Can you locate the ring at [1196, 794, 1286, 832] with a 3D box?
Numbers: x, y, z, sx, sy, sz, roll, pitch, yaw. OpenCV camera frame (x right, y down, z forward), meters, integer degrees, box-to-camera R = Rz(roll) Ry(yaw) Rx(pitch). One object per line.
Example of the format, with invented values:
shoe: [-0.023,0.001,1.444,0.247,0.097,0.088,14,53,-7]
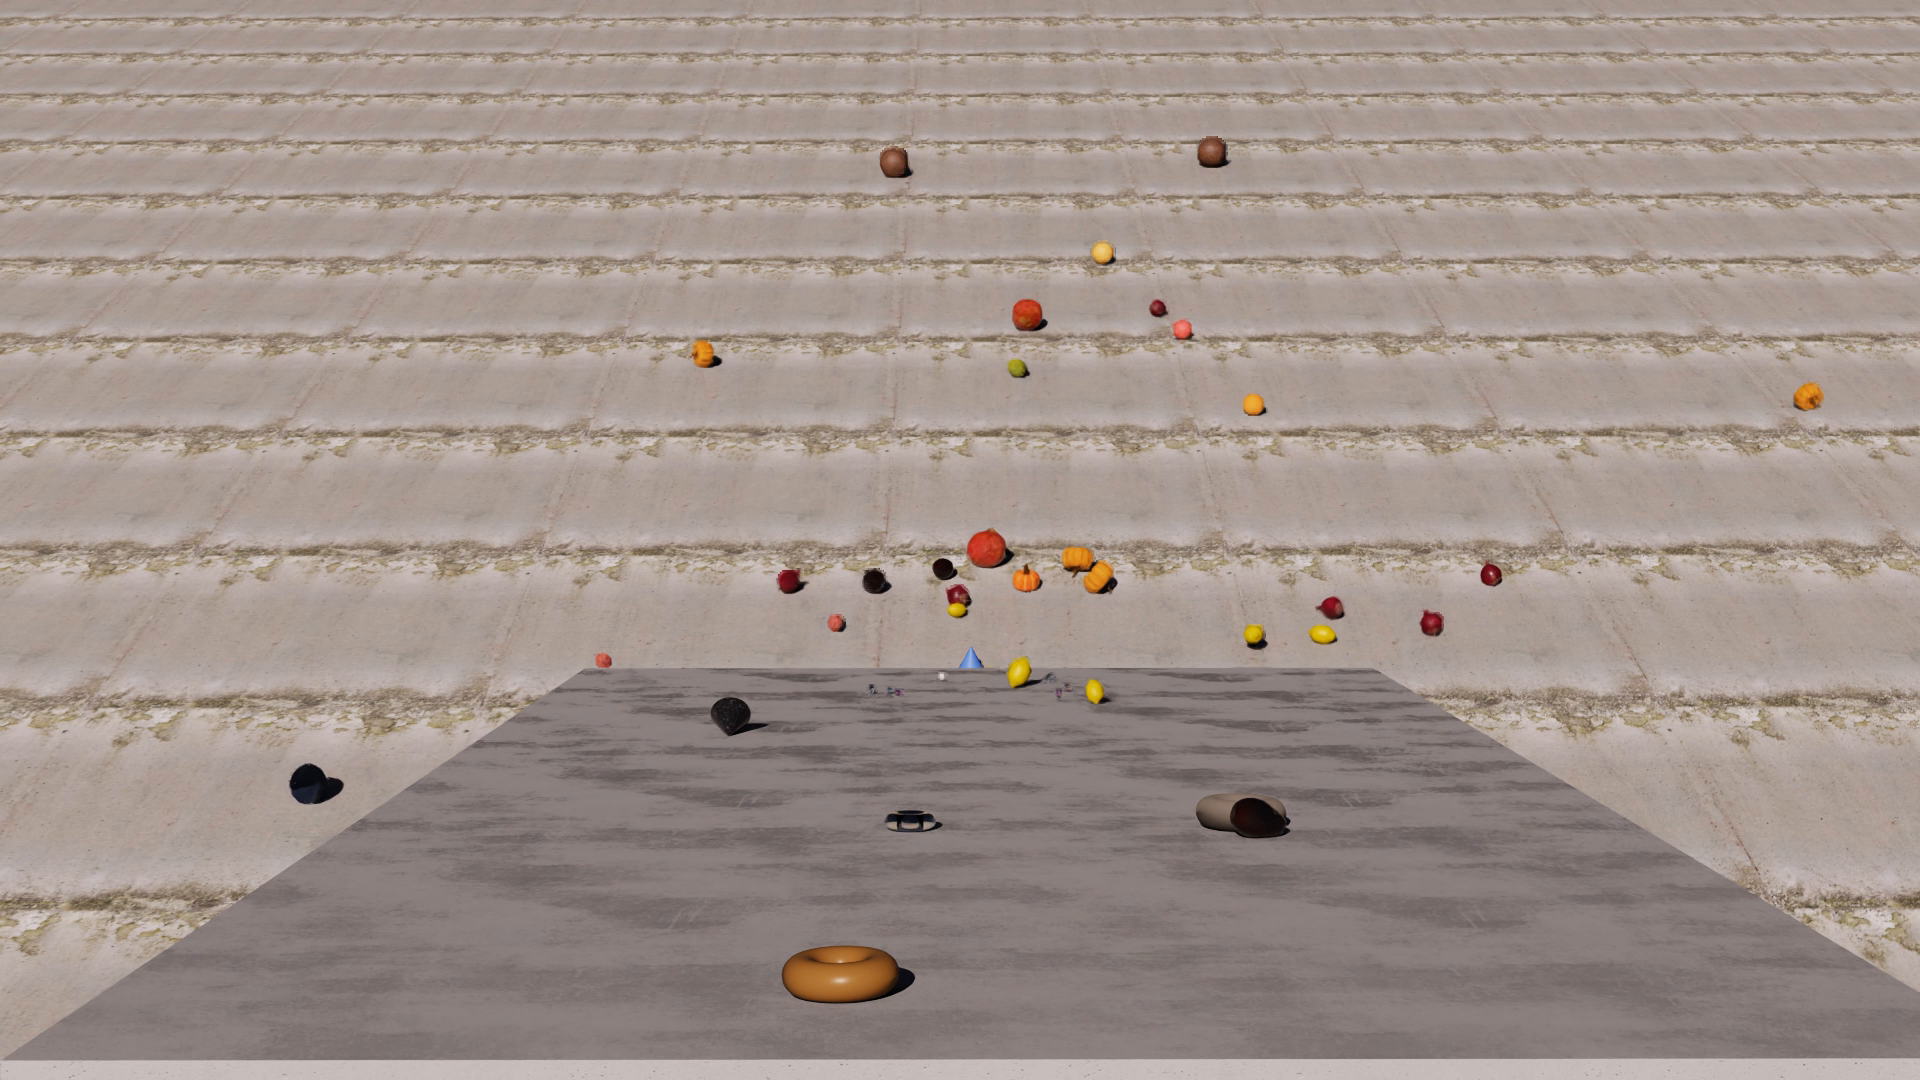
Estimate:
ring: [0.434,0.421,3.978,0.139,0.046,0.139,1,2,0]

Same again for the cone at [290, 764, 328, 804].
cone: [-1.524,0.579,6.104,0.095,0.095,0.095,6,-4,14]

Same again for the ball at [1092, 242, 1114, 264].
ball: [0.568,-1.140,10.223,0.086,0.086,0.086,0,22,0]

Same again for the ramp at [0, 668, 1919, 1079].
ramp: [0.052,0.468,4.535,2.000,0.100,4.000,0,3,0]

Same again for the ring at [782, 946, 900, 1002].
ring: [-0.131,0.477,2.828,0.130,0.043,0.130,-1,3,0]

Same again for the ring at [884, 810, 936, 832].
ring: [-0.077,0.432,3.959,0.080,0.027,0.080,0,1,0]

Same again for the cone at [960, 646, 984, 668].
cone: [0.029,0.311,6.709,0.077,0.077,0.077,0,22,0]

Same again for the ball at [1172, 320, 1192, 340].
ball: [0.807,-0.763,9.327,0.070,0.070,0.070,0,22,0]
